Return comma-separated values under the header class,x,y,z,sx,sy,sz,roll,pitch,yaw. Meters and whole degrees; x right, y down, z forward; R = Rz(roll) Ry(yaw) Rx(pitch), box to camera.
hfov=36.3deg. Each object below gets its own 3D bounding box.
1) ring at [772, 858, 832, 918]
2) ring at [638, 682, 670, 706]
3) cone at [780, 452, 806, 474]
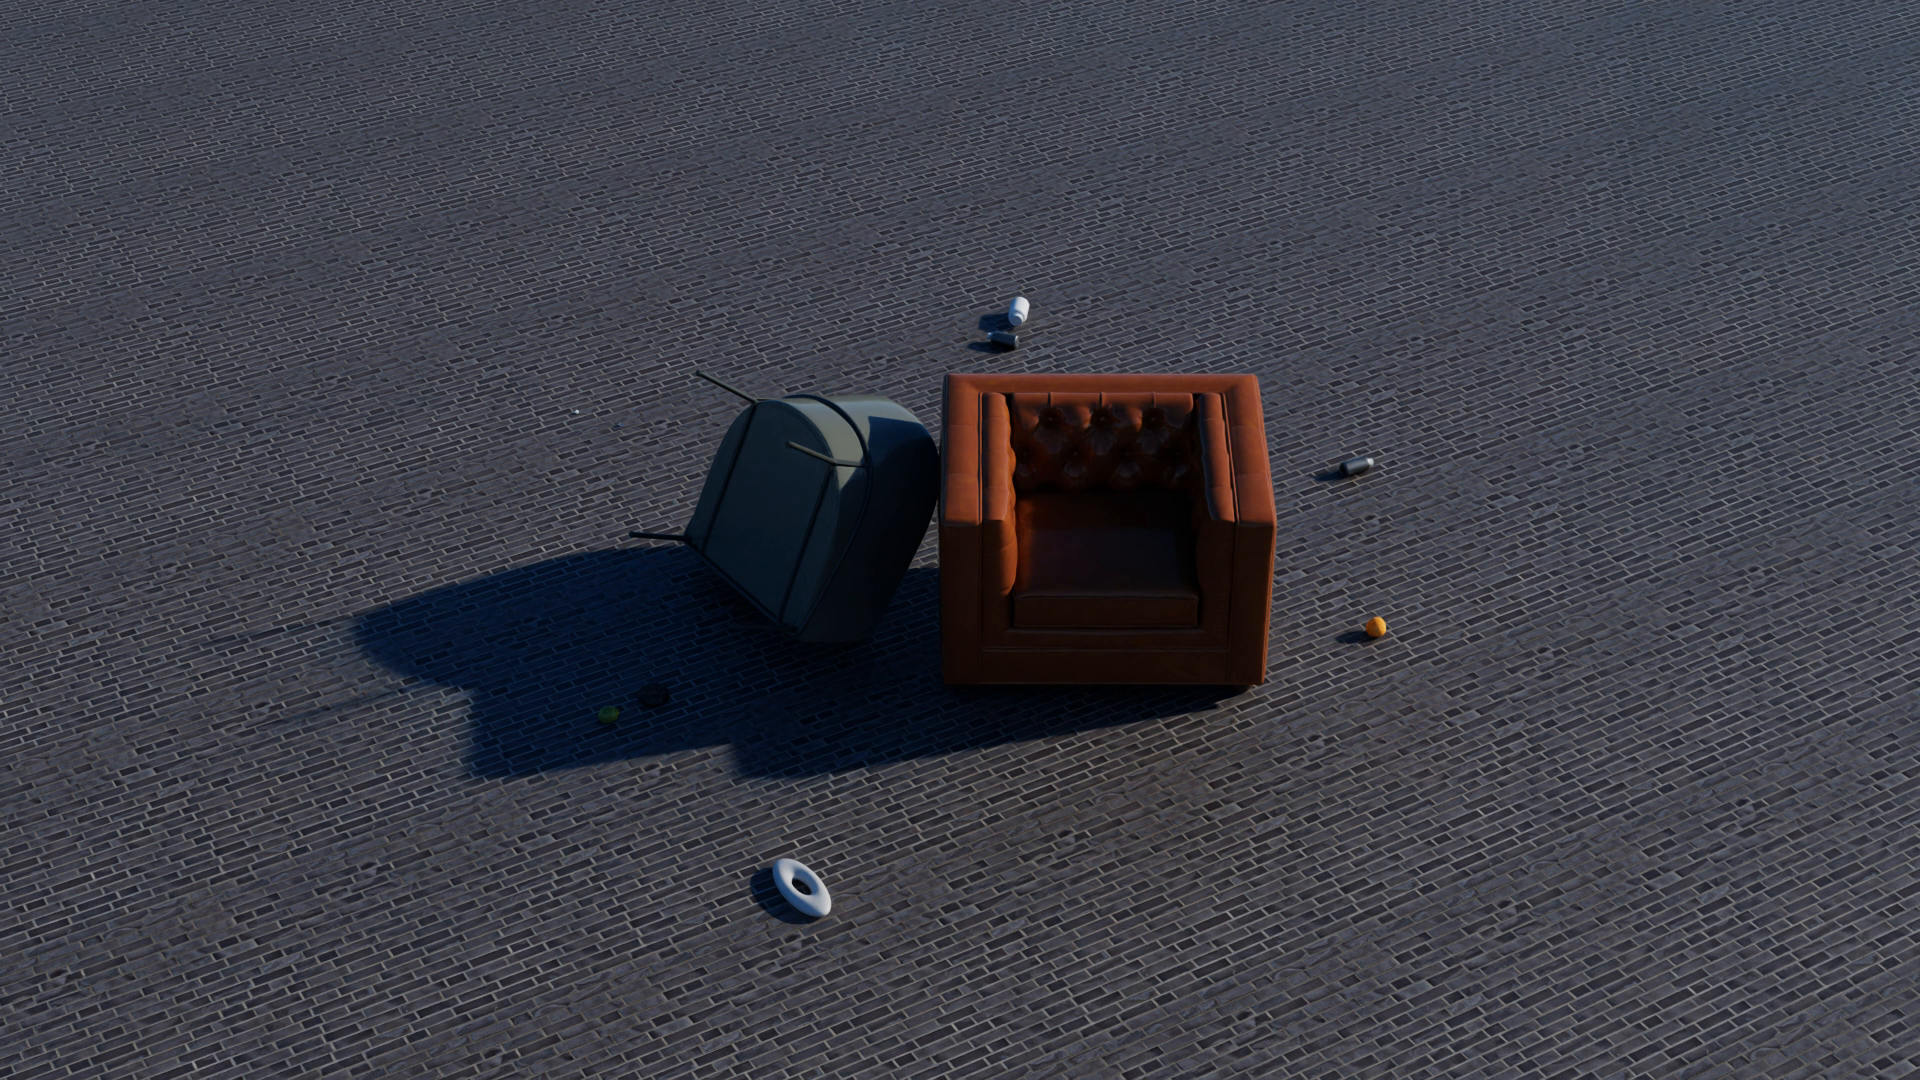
class,x,y,z,sx,sy,sz,roll,pitch,yaw
ring,-0.499,1.095,9.240,0.133,0.047,0.309,-19,37,-24
ring,-1.056,0.533,10.101,0.110,0.038,0.113,-13,37,-17
cone,-0.669,-0.286,11.349,0.122,0.070,0.077,23,64,28
